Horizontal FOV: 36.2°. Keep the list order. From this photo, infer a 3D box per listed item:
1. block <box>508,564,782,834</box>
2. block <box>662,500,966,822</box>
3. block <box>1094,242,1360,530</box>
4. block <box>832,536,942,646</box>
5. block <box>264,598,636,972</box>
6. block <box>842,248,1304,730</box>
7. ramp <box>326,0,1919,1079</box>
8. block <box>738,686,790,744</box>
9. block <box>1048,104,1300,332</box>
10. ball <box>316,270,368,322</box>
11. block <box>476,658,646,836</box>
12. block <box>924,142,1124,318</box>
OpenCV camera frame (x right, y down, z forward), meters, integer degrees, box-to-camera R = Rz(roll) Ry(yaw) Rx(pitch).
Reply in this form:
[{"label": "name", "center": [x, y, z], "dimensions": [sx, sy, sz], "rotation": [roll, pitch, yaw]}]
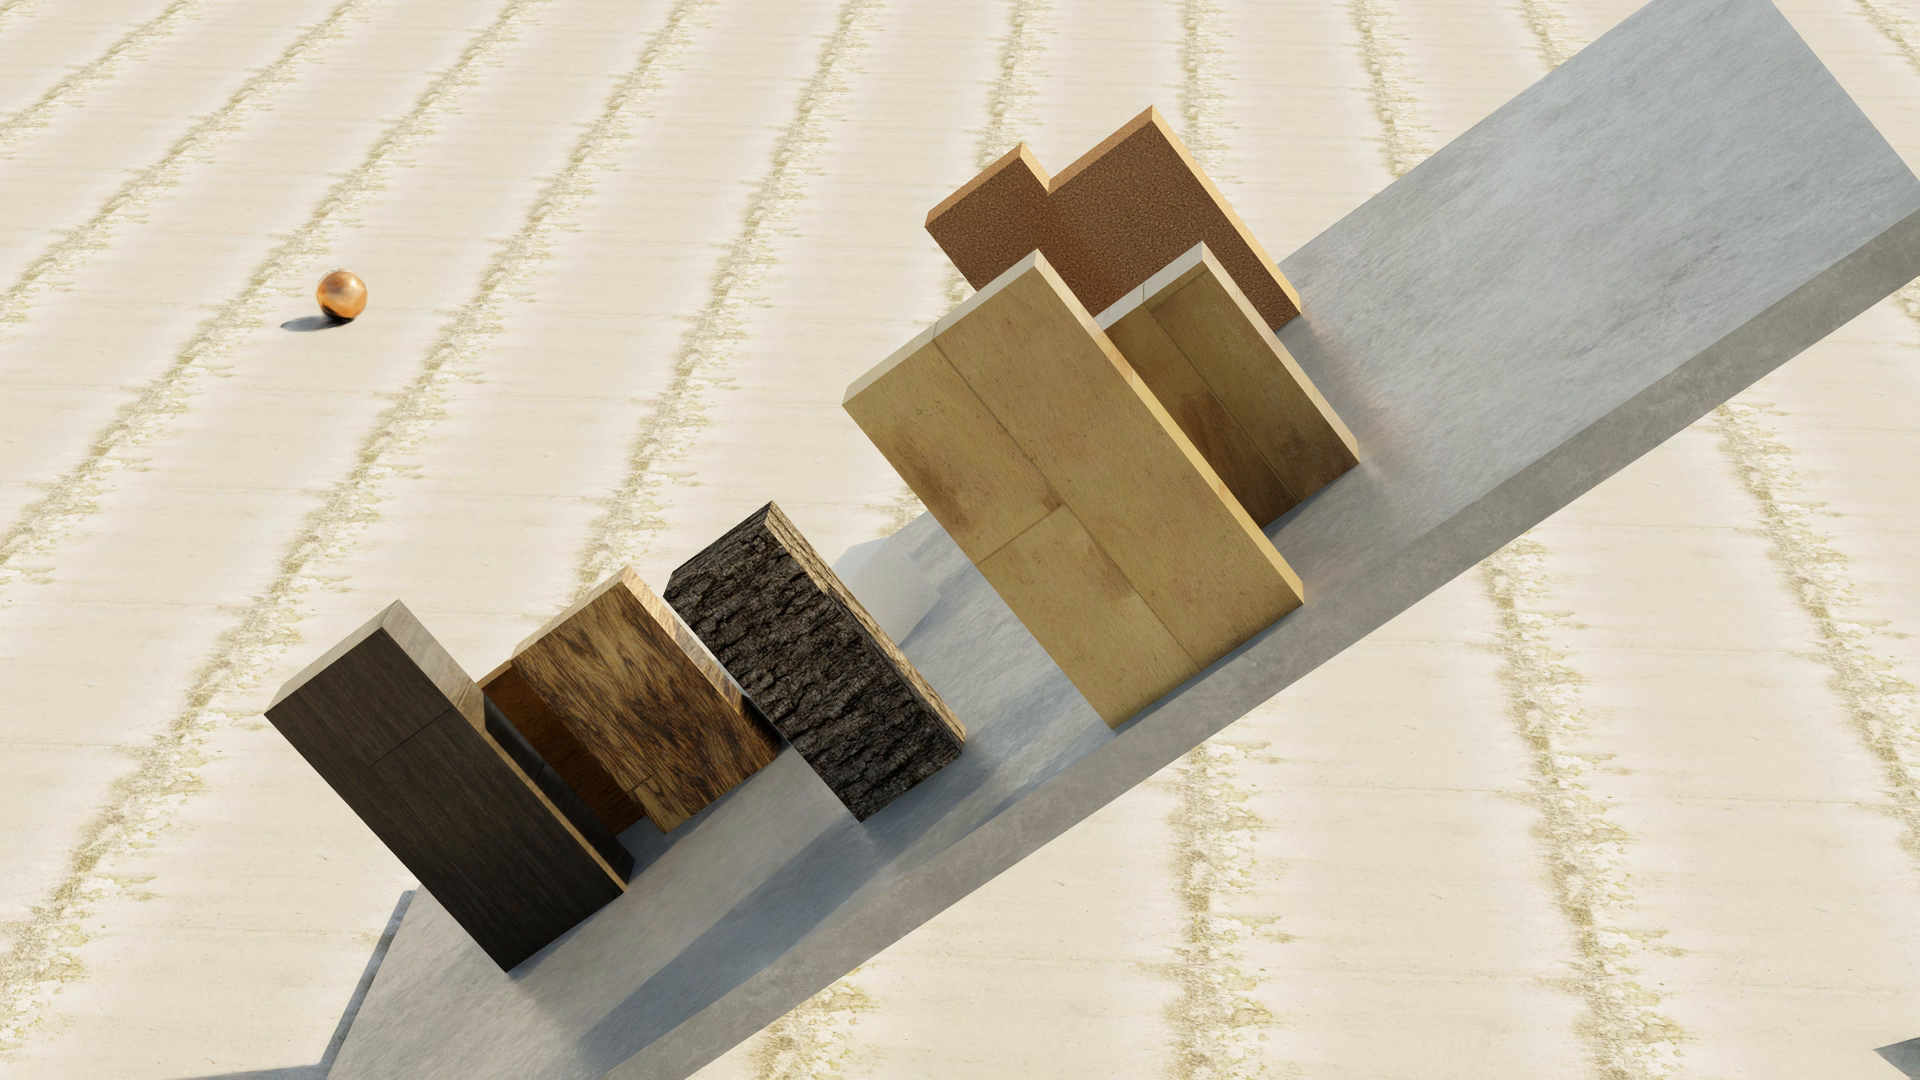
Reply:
[{"label": "block", "center": [-0.698, 0.359, 6.548], "dimensions": [0.331, 0.535, 0.089], "rotation": [-35, 16, 17]}, {"label": "block", "center": [-0.281, 0.242, 5.769], "dimensions": [0.257, 0.611, 0.121], "rotation": [-35, 16, 17]}, {"label": "block", "center": [0.447, -0.244, 5.640], "dimensions": [0.414, 0.503, 0.123], "rotation": [-35, 16, 17]}, {"label": "block", "center": [-0.202, 0.133, 6.685], "dimensions": [0.186, 0.186, 0.186], "rotation": [-48, 18, -28]}, {"label": "block", "center": [-1.120, 0.549, 6.498], "dimensions": [0.354, 0.800, 0.146], "rotation": [-35, 16, 17]}, {"label": "block", "center": [0.205, -0.080, 5.218], "dimensions": [0.425, 0.784, 0.097], "rotation": [-35, 16, 17]}, {"label": "ramp", "center": [0.126, 0.181, 6.329], "dimensions": [4.000, 0.100, 2.000], "rotation": [-35, 16, 17]}, {"label": "block", "center": [-0.390, 0.349, 6.598], "dimensions": [0.143, 0.143, 0.143], "rotation": [-43, 16, -11]}, {"label": "block", "center": [0.482, -0.660, 6.610], "dimensions": [0.290, 0.557, 0.132], "rotation": [-35, 16, 17]}, {"label": "ball", "center": [-2.545, -1.005, 12.112], "dimensions": [0.208, 0.208, 0.208], "rotation": [0, 23, 0]}, {"label": "block", "center": [-0.929, 0.487, 6.837], "dimensions": [0.432, 0.475, 0.080], "rotation": [-35, 16, 17]}, {"label": "block", "center": [0.220, -0.604, 6.952], "dimensions": [0.282, 0.614, 0.126], "rotation": [-35, 16, 17]}]
